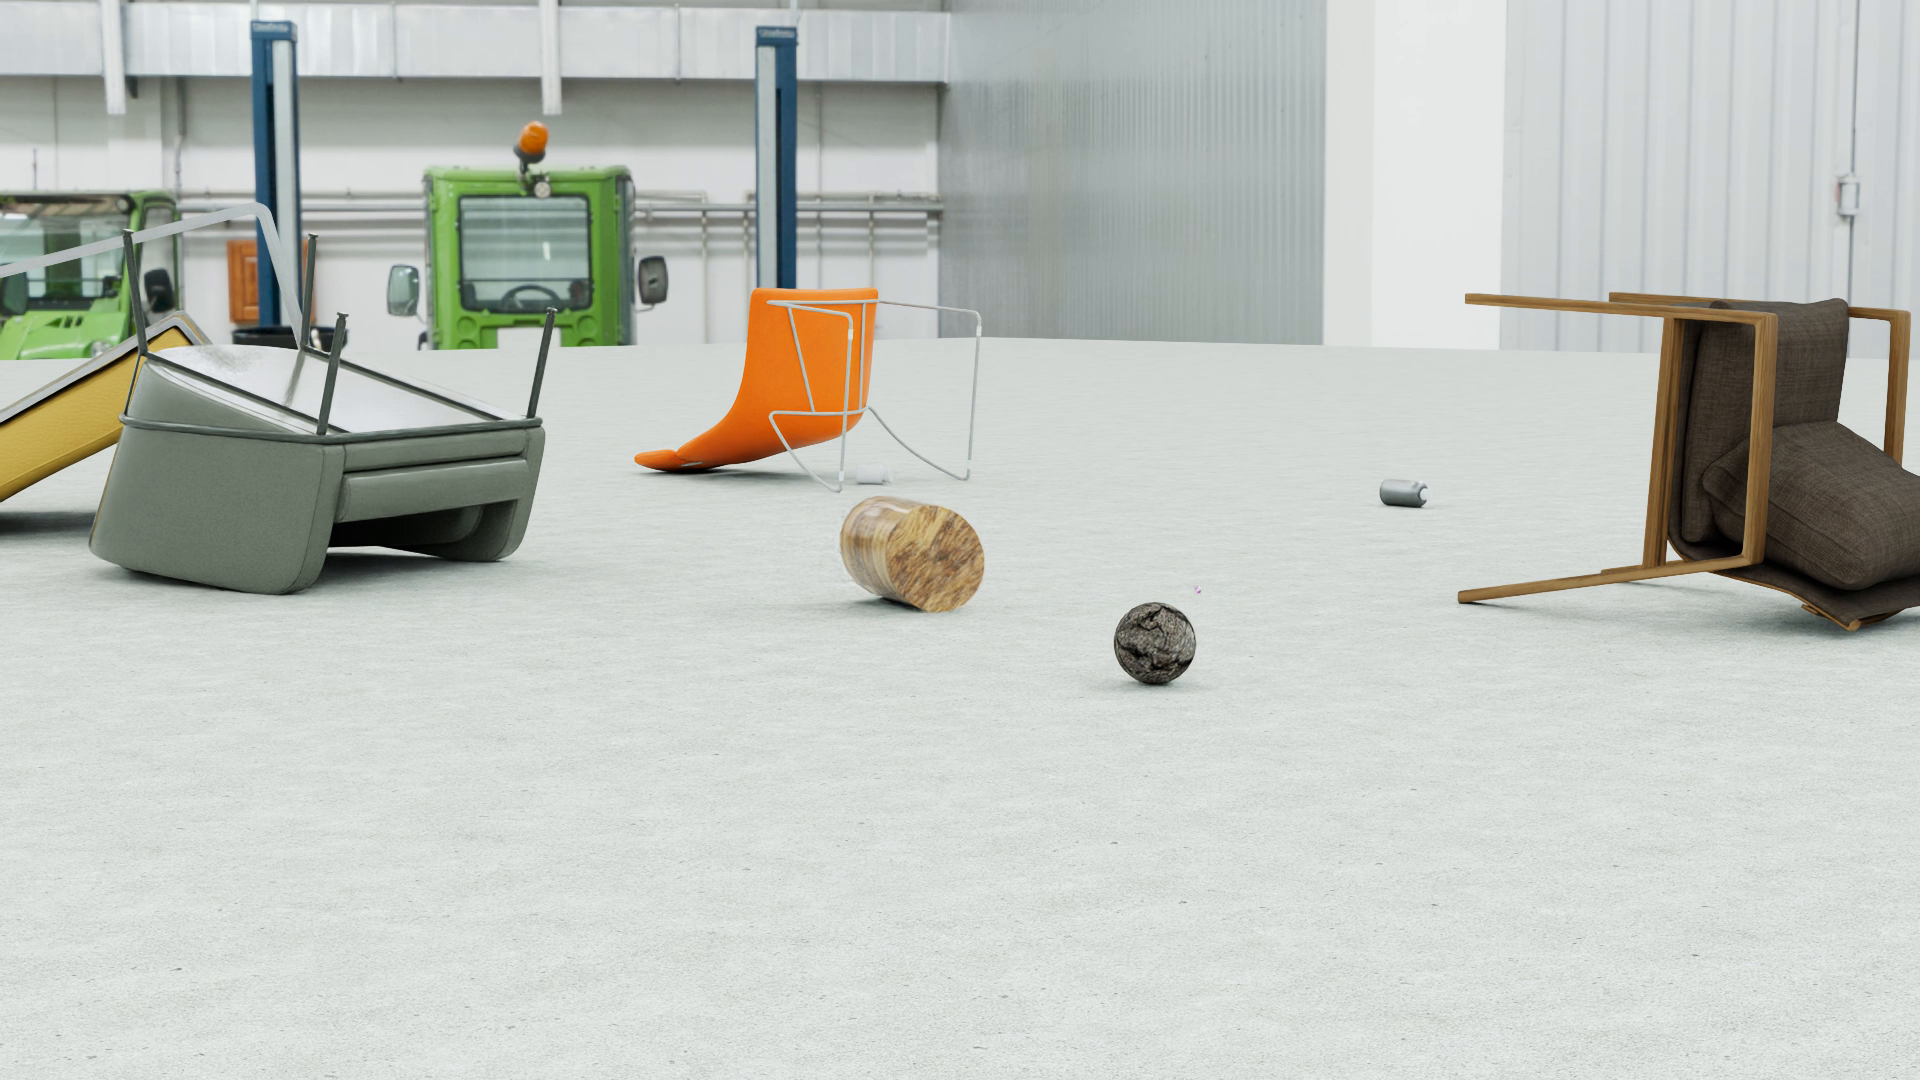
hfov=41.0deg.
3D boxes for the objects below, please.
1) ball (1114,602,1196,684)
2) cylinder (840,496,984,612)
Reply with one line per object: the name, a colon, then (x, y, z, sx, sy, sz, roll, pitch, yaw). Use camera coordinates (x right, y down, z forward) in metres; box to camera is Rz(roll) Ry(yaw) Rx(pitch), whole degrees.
ball: (0.315, 0.167, 4.144, 0.133, 0.133, 0.133, 0, 6, 0)
cylinder: (-0.098, 0.026, 5.135, 0.197, 0.224, 0.249, -48, 21, -13)
